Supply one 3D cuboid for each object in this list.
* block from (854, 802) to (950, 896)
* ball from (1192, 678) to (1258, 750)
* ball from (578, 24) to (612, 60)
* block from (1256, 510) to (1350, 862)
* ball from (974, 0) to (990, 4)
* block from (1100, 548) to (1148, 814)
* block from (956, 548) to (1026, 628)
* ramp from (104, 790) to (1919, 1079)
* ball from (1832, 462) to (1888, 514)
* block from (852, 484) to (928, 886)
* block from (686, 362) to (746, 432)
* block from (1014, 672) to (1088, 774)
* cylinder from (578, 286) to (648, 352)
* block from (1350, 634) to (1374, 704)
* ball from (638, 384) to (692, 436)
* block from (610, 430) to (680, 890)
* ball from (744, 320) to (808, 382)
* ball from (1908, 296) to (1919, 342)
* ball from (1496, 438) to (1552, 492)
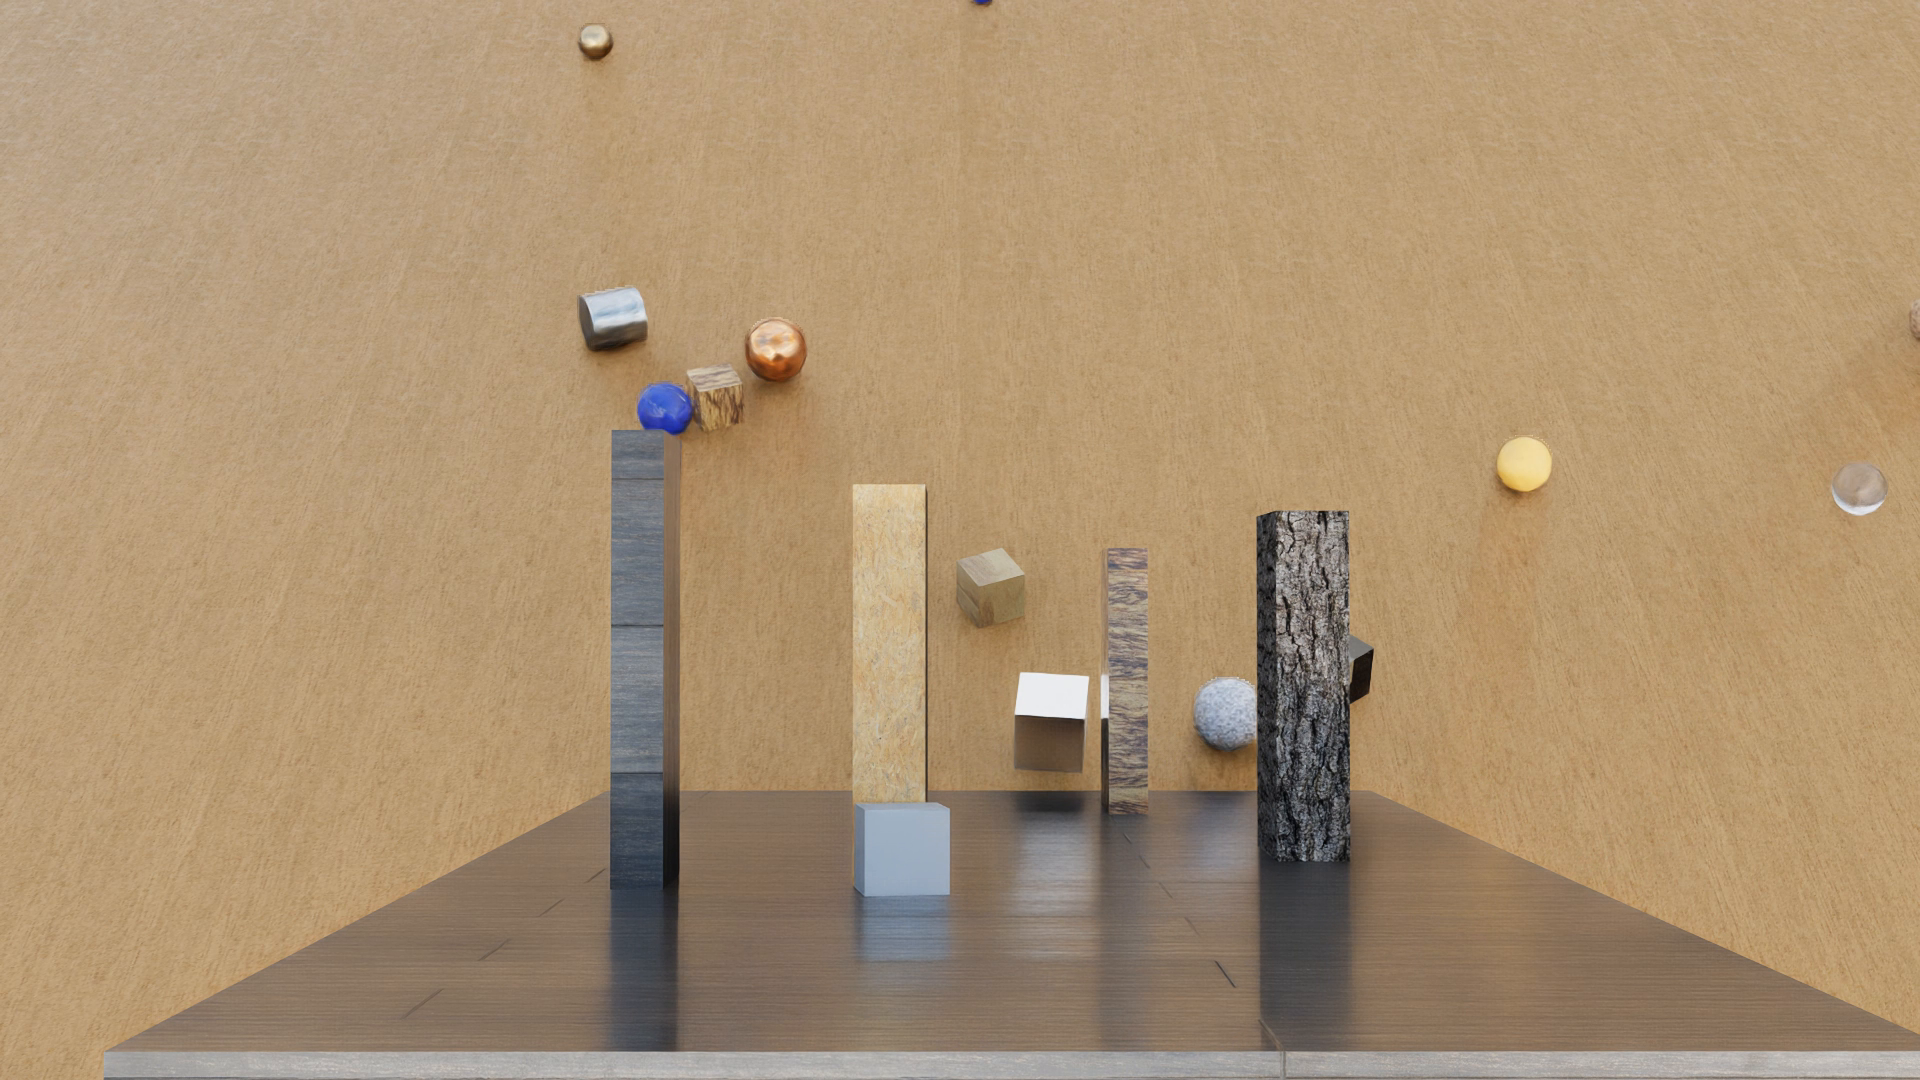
[{"bbox_3d":[-0.099,0.522,4.393,0.143,0.143,0.143,0,-2,-9],"label":"block"},{"bbox_3d":[0.728,0.474,7.040,0.195,0.195,0.195,0,34,0],"label":"ball"},{"bbox_3d":[-1.524,-2.082,10.852,0.145,0.145,0.145,0,34,0],"label":"ball"},{"bbox_3d":[0.668,0.280,5.070,0.139,0.663,0.320,0,-1,0],"label":"block"},{"bbox_3d":[0.097,-2.410,11.352,0.124,0.124,0.124,0,34,0],"label":"ball"},{"bbox_3d":[0.391,0.332,6.195,0.091,0.618,0.325,0,-1,0],"label":"block"},{"bbox_3d":[0.089,0.140,7.573,0.149,0.149,0.149,-15,37,-21],"label":"block"},{"bbox_3d":[0.076,0.654,4.799,2.000,0.100,4.000,0,-1,0],"label":"ramp"},{"bbox_3d":[2.773,-0.158,8.001,0.162,0.162,0.162,0,34,0],"label":"ball"},{"bbox_3d":[-0.123,0.255,4.666,0.125,0.692,0.375,0,-1,0],"label":"block"},{"bbox_3d":[-0.798,-0.468,8.470,0.148,0.148,0.148,-13,36,-19],"label":"block"},{"bbox_3d":[0.247,0.494,7.019,0.186,0.186,0.186,3,34,5],"label":"block"},{"bbox_3d":[-1.183,-0.754,8.856,0.186,0.186,0.186,-14,37,-20],"label":"cylinder"},{"bbox_3d":[1.037,0.360,7.242,0.156,0.156,0.156,-26,42,-33],"label":"block"},{"bbox_3d":[-0.951,-0.416,8.367,0.178,0.178,0.178,0,34,0],"label":"ball"},{"bbox_3d":[-0.550,0.207,4.555,0.090,0.783,0.264,0,-1,0],"label":"block"},{"bbox_3d":[-0.614,-0.631,8.656,0.208,0.208,0.208,0,34,0],"label":"ball"},{"bbox_3d":[3.340,-0.755,8.840,0.208,0.208,0.208,0,34,0],"label":"ball"},{"bbox_3d":[1.762,-0.237,8.110,0.170,0.170,0.170,0,34,0],"label":"ball"}]
